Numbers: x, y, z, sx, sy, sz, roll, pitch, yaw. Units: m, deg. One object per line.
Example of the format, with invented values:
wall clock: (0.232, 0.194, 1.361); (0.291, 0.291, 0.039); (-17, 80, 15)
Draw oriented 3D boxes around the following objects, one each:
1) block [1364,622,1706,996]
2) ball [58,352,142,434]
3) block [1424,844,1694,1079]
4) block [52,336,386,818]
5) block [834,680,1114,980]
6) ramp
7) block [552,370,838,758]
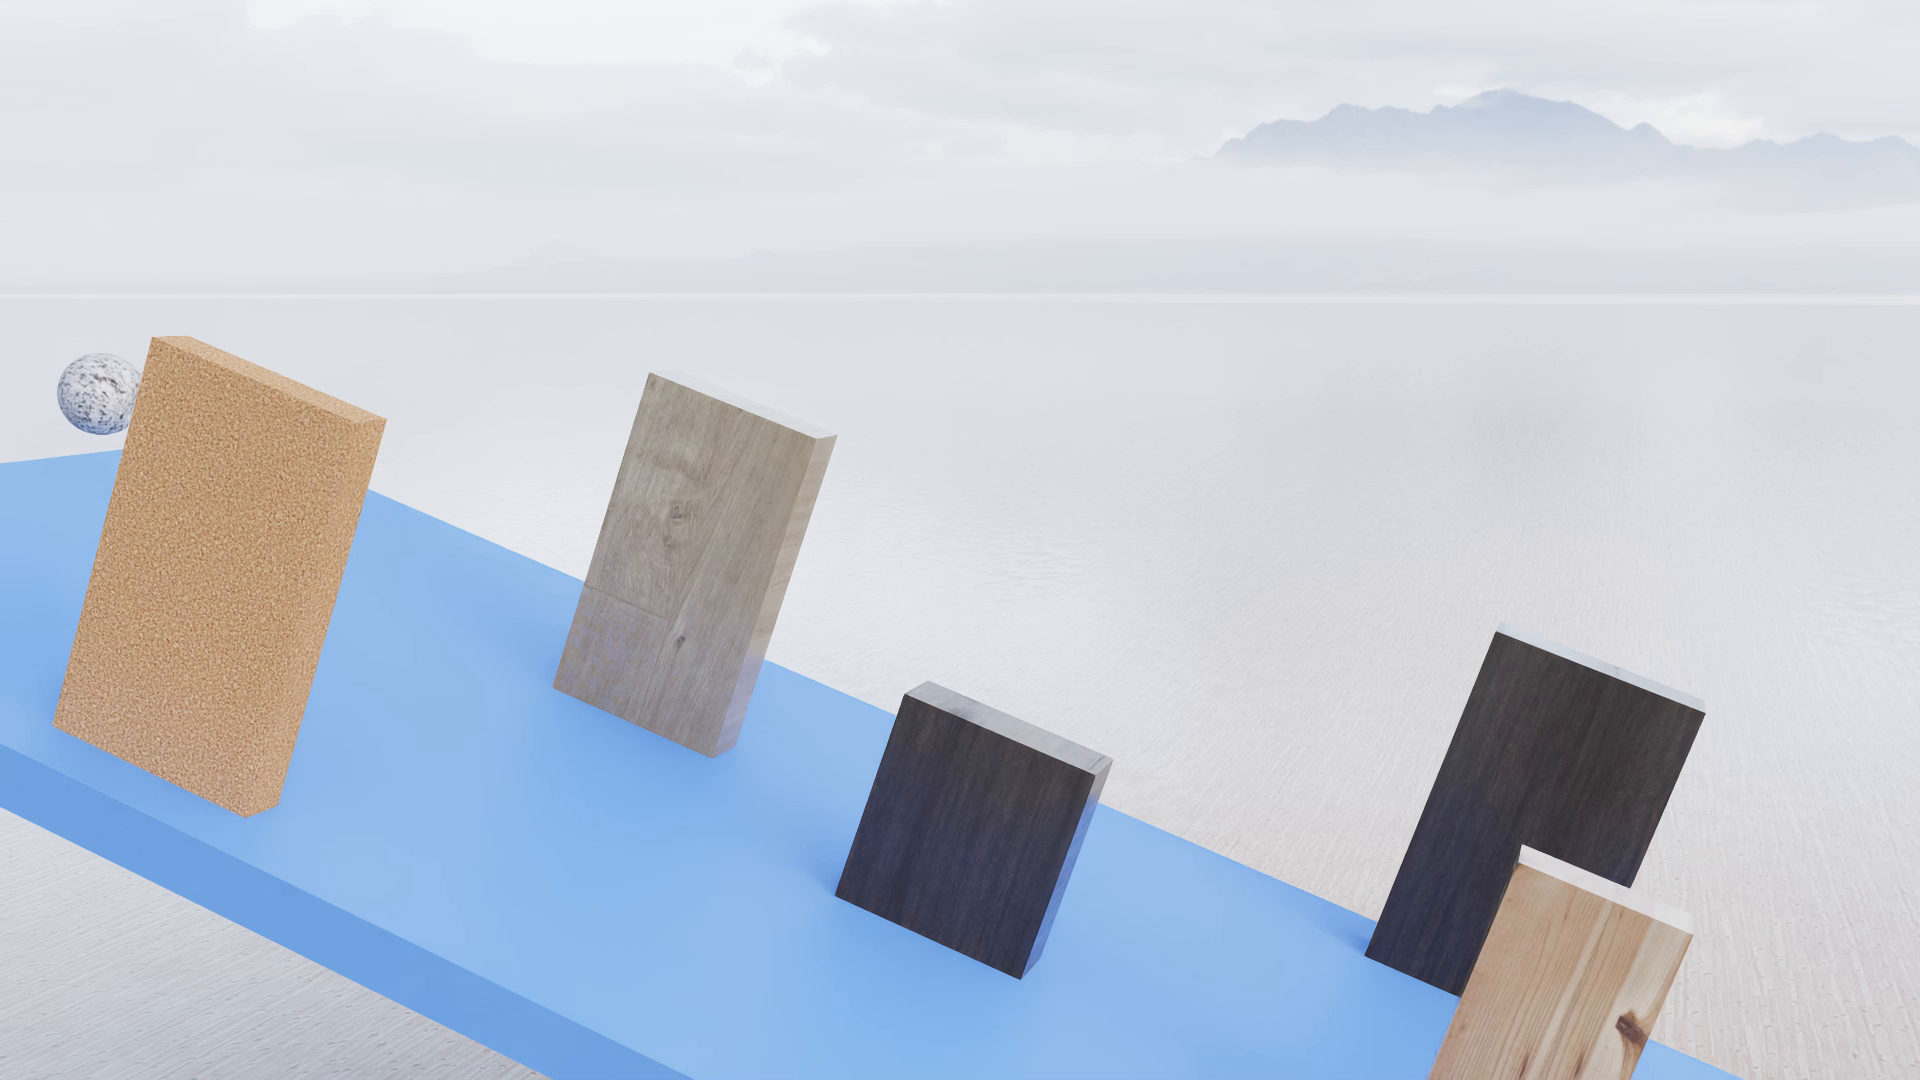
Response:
block: (1.194, 0.606, 4.592); (0.439, 0.753, 0.138); (22, 12, 14)
ball: (-1.874, -0.319, 4.800); (0.180, 0.180, 0.180); (0, 7, 0)
block: (0.911, 0.829, 3.502); (0.278, 0.616, 0.113); (22, 12, 14)
block: (-1.198, 0.057, 3.541); (0.385, 0.678, 0.089); (22, 12, 14)
block: (0.024, 0.523, 3.998); (0.375, 0.407, 0.137); (22, 12, 14)
ramp: (-0.338, 0.623, 4.214); (4.000, 0.100, 2.000); (22, 12, 14)
block: (-0.549, 0.047, 4.522); (0.381, 0.700, 0.121); (22, 12, 14)
